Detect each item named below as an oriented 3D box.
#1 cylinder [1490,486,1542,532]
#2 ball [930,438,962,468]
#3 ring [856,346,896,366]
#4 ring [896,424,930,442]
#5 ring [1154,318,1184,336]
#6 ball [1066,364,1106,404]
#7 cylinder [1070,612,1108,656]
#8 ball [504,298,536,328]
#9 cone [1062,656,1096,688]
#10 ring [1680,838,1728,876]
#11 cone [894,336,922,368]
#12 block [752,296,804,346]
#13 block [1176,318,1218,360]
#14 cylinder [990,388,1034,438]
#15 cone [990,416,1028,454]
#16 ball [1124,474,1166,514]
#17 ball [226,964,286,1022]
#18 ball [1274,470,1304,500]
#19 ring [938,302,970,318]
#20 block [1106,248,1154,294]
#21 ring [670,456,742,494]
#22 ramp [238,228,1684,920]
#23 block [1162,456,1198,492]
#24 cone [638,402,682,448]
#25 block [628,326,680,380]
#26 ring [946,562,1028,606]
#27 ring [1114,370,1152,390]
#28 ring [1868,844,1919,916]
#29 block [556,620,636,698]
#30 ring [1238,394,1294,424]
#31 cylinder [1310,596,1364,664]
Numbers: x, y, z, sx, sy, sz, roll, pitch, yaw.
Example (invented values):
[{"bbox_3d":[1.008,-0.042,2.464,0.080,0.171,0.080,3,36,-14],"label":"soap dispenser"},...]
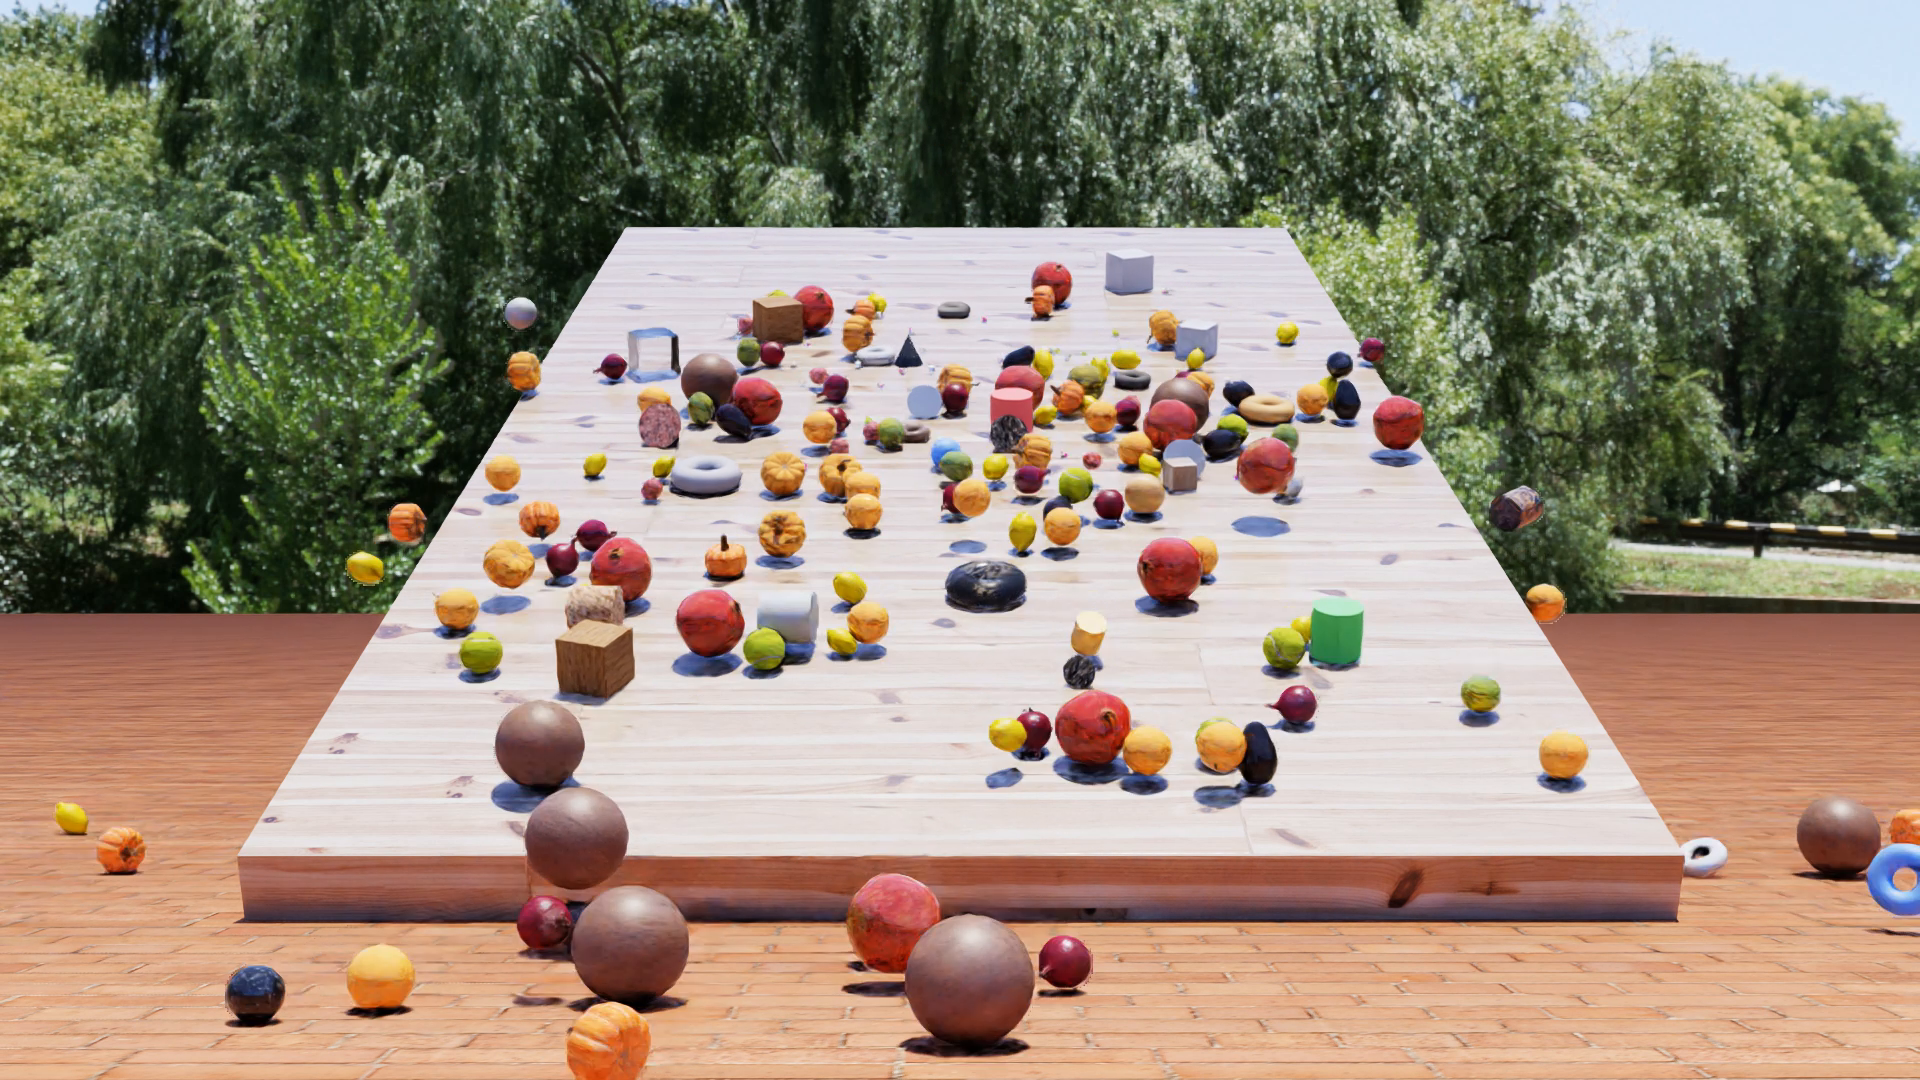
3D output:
[{"bbox_3d":[1.097,-0.061,4.480,0.073,0.073,0.073,-21,12,-39],"label":"cylinder"},{"bbox_3d":[-0.029,-0.180,4.712,0.065,0.065,0.065,0,-2,0],"label":"ball"},{"bbox_3d":[-0.203,-0.445,5.477,0.098,0.033,0.098,-3,21,1],"label":"ring"},{"bbox_3d":[-0.101,-0.231,4.909,0.075,0.025,0.075,-1,22,0],"label":"ring"},{"bbox_3d":[0.533,-0.539,5.741,0.087,0.029,0.087,-1,22,0],"label":"ring"},{"bbox_3d":[0.285,-0.352,5.144,0.091,0.091,0.091,0,-2,0],"label":"ball"},{"bbox_3d":[0.213,0.155,3.766,0.052,0.052,0.052,8,42,-7],"label":"cylinder"},{"bbox_3d":[-1.183,-0.611,6.115,0.085,0.085,0.085,0,-2,0],"label":"ball"},{"bbox_3d":[0.194,0.217,3.696,0.053,0.053,0.053,0,-6,3],"label":"cone"},{"bbox_3d":[1.201,0.515,3.683,0.086,0.029,0.086,-21,20,8],"label":"ring"},{"bbox_3d":[-0.124,-0.458,5.457,0.071,0.071,0.071,0,20,0],"label":"cone"},{"bbox_3d":[-0.454,-0.549,5.666,0.096,0.096,0.096,-10,22,-25],"label":"block"},{"bbox_3d":[0.578,-0.489,5.535,0.077,0.077,0.077,11,23,27],"label":"block"},{"bbox_3d":[0.112,-0.272,4.923,0.093,0.093,0.093,0,20,0],"label":"cylinder"},{"bbox_3d":[0.098,-0.219,4.860,0.083,0.083,0.083,0,-7,-9],"label":"cone"},{"bbox_3d":[0.362,-0.090,4.449,0.081,0.081,0.081,0,-2,0],"label":"ball"},{"bbox_3d":[-0.739,0.477,2.385,0.060,0.060,0.060,0,-2,0],"label":"ball"},{"bbox_3d":[0.656,-0.111,4.537,0.059,0.059,0.059,0,-2,0],"label":"ball"},{"bbox_3d":[-0.016,-0.598,5.899,0.087,0.029,0.087,-1,21,0],"label":"ring"},{"bbox_3d":[0.460,-0.731,6.166,0.095,0.095,0.095,-10,22,-25],"label":"block"},{"bbox_3d":[-0.516,-0.133,4.608,0.146,0.049,0.146,1,21,0],"label":"ring"},{"bbox_3d":[-0.005,-0.209,5.029,2.000,0.100,4.000,0,20,0],"label":"ramp"},{"bbox_3d":[0.446,-0.133,4.602,0.054,0.054,0.054,-5,21,-15],"label":"block"},{"bbox_3d":[-0.628,-0.238,4.897,0.099,0.099,0.099,0,-7,16],"label":"cone"},{"bbox_3d":[-0.726,-0.443,5.380,0.095,0.095,0.095,-10,22,-25],"label":"block"},{"bbox_3d":[0.047,0.078,4.037,0.147,0.049,0.147,-1,20,0],"label":"ring"},{"bbox_3d":[0.402,-0.374,5.293,0.087,0.029,0.087,1,19,0],"label":"ring"},{"bbox_3d":[1.264,0.454,3.035,0.097,0.097,0.032,-1,-3,37],"label":"ring"},{"bbox_3d":[-0.589,0.192,3.666,0.090,0.090,0.090,8,22,21],"label":"block"},{"bbox_3d":[0.682,-0.291,5.052,0.125,0.042,0.125,1,20,0],"label":"ring"},{"bbox_3d":[0.629,0.150,3.790,0.086,0.086,0.086,0,20,0],"label":"cylinder"}]
